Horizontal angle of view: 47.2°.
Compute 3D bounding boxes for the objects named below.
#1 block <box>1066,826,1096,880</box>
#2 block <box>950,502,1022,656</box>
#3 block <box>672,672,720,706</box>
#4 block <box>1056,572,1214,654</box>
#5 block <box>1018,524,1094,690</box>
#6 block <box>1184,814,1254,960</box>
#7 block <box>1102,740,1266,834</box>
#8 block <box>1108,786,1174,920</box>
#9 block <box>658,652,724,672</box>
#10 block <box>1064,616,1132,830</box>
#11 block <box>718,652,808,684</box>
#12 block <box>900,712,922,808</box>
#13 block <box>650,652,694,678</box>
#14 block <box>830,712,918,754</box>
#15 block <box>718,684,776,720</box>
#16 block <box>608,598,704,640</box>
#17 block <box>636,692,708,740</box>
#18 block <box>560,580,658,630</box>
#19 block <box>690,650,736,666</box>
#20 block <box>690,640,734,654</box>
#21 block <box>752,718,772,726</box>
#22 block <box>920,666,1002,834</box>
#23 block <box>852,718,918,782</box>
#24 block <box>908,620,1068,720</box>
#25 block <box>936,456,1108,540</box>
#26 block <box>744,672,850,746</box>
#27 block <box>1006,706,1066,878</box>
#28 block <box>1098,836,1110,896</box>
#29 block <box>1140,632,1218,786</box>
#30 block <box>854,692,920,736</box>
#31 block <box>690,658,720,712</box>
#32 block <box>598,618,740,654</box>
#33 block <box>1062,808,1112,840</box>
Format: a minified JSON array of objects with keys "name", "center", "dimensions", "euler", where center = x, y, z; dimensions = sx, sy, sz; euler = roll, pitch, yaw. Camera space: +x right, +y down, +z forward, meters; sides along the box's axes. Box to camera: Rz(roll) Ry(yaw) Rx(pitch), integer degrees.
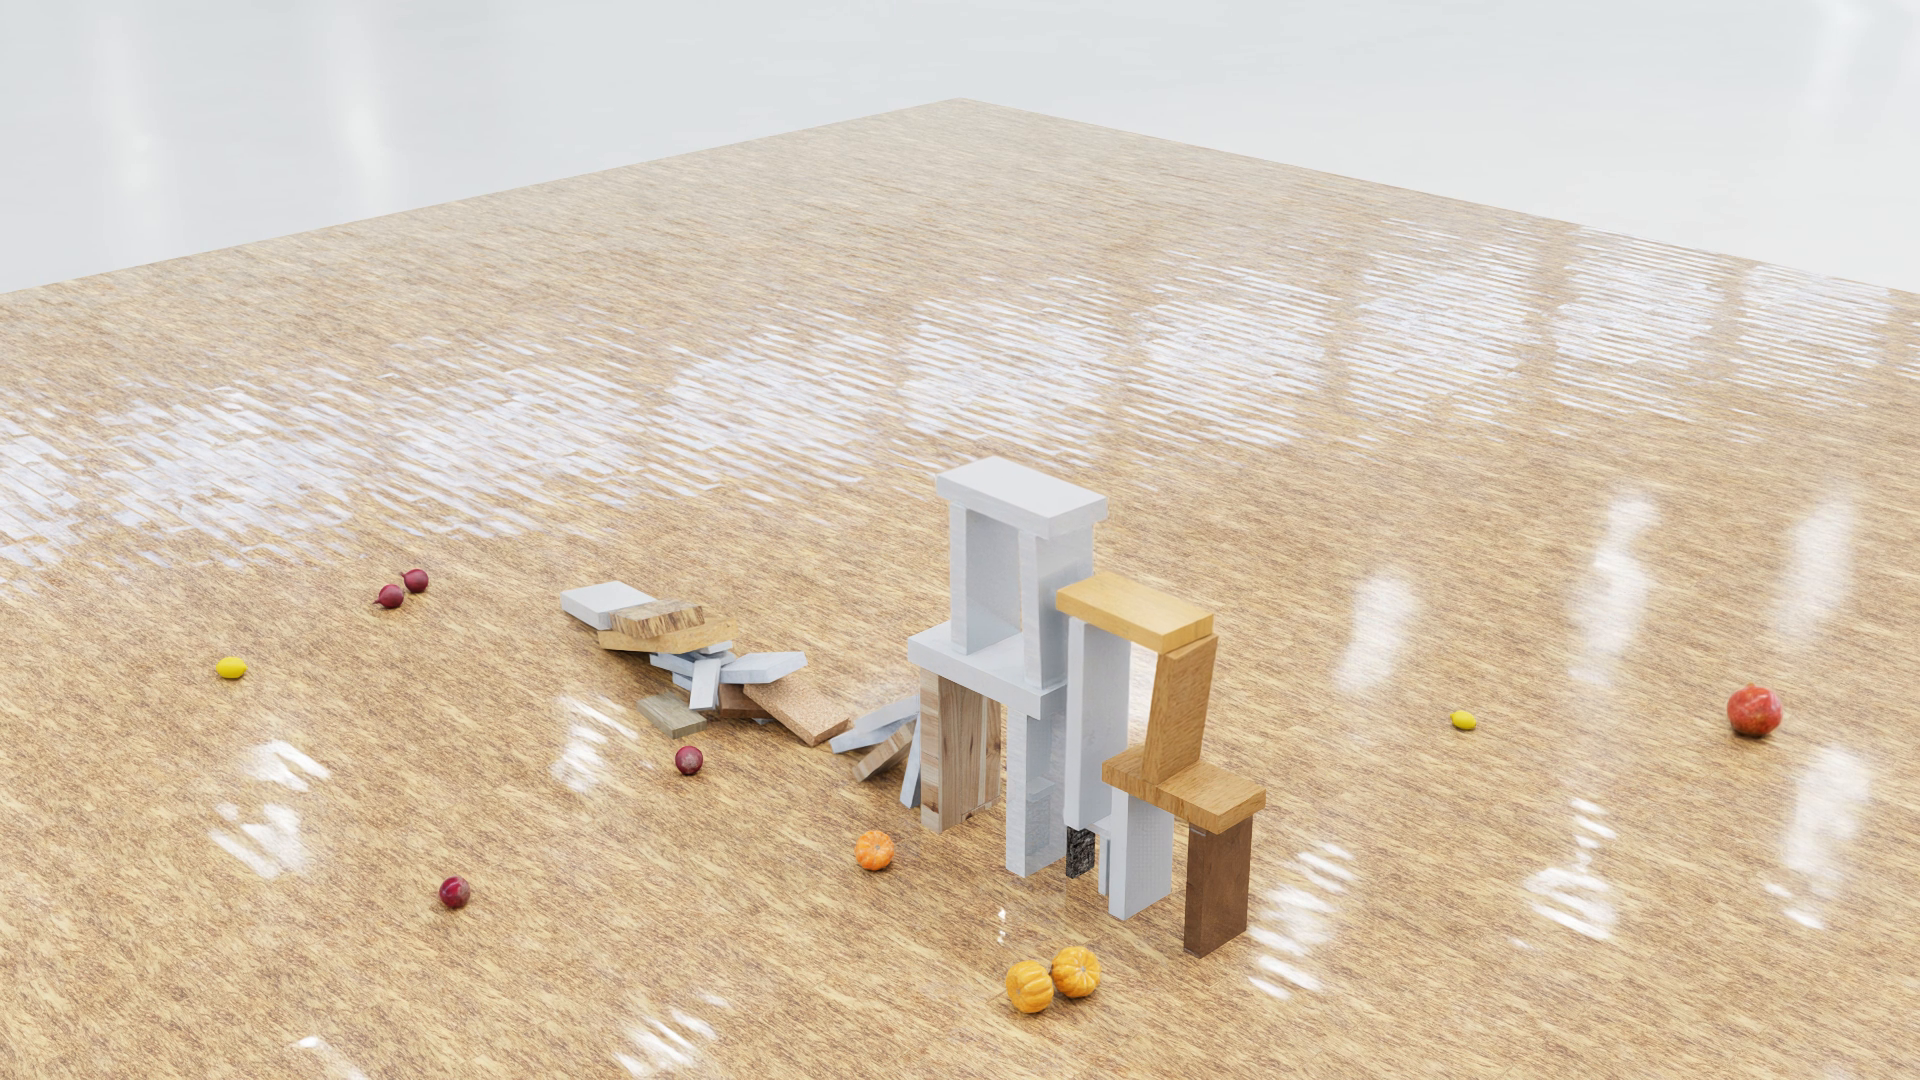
[{"name":"block","center":[0.232,0.583,4.226],"dimensions":[0.063,0.125,0.018],"euler":[-21,31,-40]},{"name":"block","center":[0.050,0.056,4.209],"dimensions":[0.151,0.301,0.043],"euler":[-21,30,-40]},{"name":"block","center":[-0.554,0.325,4.962],"dimensions":[0.185,0.026,0.093],"euler":[21,31,41]},{"name":"block","center":[0.312,0.128,3.946],"dimensions":[0.131,0.037,0.262],"euler":[-19,29,-38]},{"name":"block","center":[0.182,0.110,4.080],"dimensions":[0.151,0.301,0.043],"euler":[-21,27,-40]},{"name":"block","center":[0.467,0.610,3.977],"dimensions":[0.038,0.271,0.135],"euler":[21,31,41]},{"name":"block","center":[0.403,0.442,3.975],"dimensions":[0.271,0.038,0.135],"euler":[21,31,41]},{"name":"block","center":[0.339,0.560,4.095],"dimensions":[0.038,0.271,0.135],"euler":[21,31,41]},{"name":"block","center":[-0.599,0.263,4.963],"dimensions":[0.084,0.024,0.168],"euler":[-20,24,-38]},{"name":"block","center":[0.256,0.325,4.082],"dimensions":[0.131,0.428,0.037],"euler":[-21,31,-40]},{"name":"block","center":[-0.440,0.279,4.810],"dimensions":[0.108,0.031,0.216],"euler":[-24,12,-37]},{"name":"block","center":[-0.050,0.427,4.453],"dimensions":[0.117,0.234,0.033],"euler":[-21,46,-41]},{"name":"block","center":[-0.610,0.275,5.009],"dimensions":[0.185,0.026,0.093],"euler":[12,25,41]},{"name":"block","center":[-0.169,0.403,4.642],"dimensions":[0.108,0.031,0.216],"euler":[-21,2,-41]},{"name":"block","center":[-0.425,0.354,4.813],"dimensions":[0.203,0.024,0.084],"euler":[4,36,-16]},{"name":"block","center":[-0.691,0.177,4.993],"dimensions":[0.149,0.042,0.299],"euler":[-13,6,-20]},{"name":"block","center":[-0.633,0.384,4.825],"dimensions":[0.084,0.024,0.168],"euler":[-15,27,-32]},{"name":"block","center":[-0.839,0.155,5.261],"dimensions":[0.149,0.042,0.299],"euler":[-12,13,-25]},{"name":"block","center":[-0.554,0.256,4.909],"dimensions":[0.056,0.016,0.113],"euler":[-16,21,-32]},{"name":"block","center":[-0.552,0.236,4.878],"dimensions":[0.056,0.016,0.113],"euler":[-15,7,-28]},{"name":"block","center":[-0.465,0.338,4.879],"dimensions":[0.093,0.026,0.185],"euler":[-22,44,-41]},{"name":"block","center":[0.003,0.391,4.386],"dimensions":[0.177,0.354,0.050],"euler":[-21,31,-41]},{"name":"block","center":[-0.118,0.420,4.527],"dimensions":[0.117,0.234,0.033],"euler":[-21,76,-41]},{"name":"block","center":[0.085,0.238,4.231],"dimensions":[0.354,0.050,0.177],"euler":[21,31,41]},{"name":"block","center":[0.112,-0.081,4.089],"dimensions":[0.151,0.043,0.301],"euler":[-20,29,-38]},{"name":"block","center":[-0.357,0.359,4.785],"dimensions":[0.216,0.031,0.108],"euler":[35,39,27]},{"name":"block","center":[0.169,0.456,4.233],"dimensions":[0.050,0.354,0.177],"euler":[21,31,41]},{"name":"block","center":[0.291,0.606,4.171],"dimensions":[0.063,0.125,0.018],"euler":[-21,31,-40]},{"name":"block","center":[0.392,0.298,3.929],"dimensions":[0.037,0.262,0.131],"euler":[26,33,34]},{"name":"block","center":[-0.107,0.339,4.484],"dimensions":[0.117,0.033,0.234],"euler":[-21,-4,-39]},{"name":"block","center":[-0.559,0.317,4.821],"dimensions":[0.056,0.016,0.113],"euler":[-6,64,23]},{"name":"block","center":[-0.670,0.214,5.014],"dimensions":[0.149,0.042,0.435],"euler":[-15,7,-31]},{"name":"block","center":[0.262,0.529,4.171],"dimensions":[0.063,0.018,0.125],"euler":[-21,31,-40]}]
